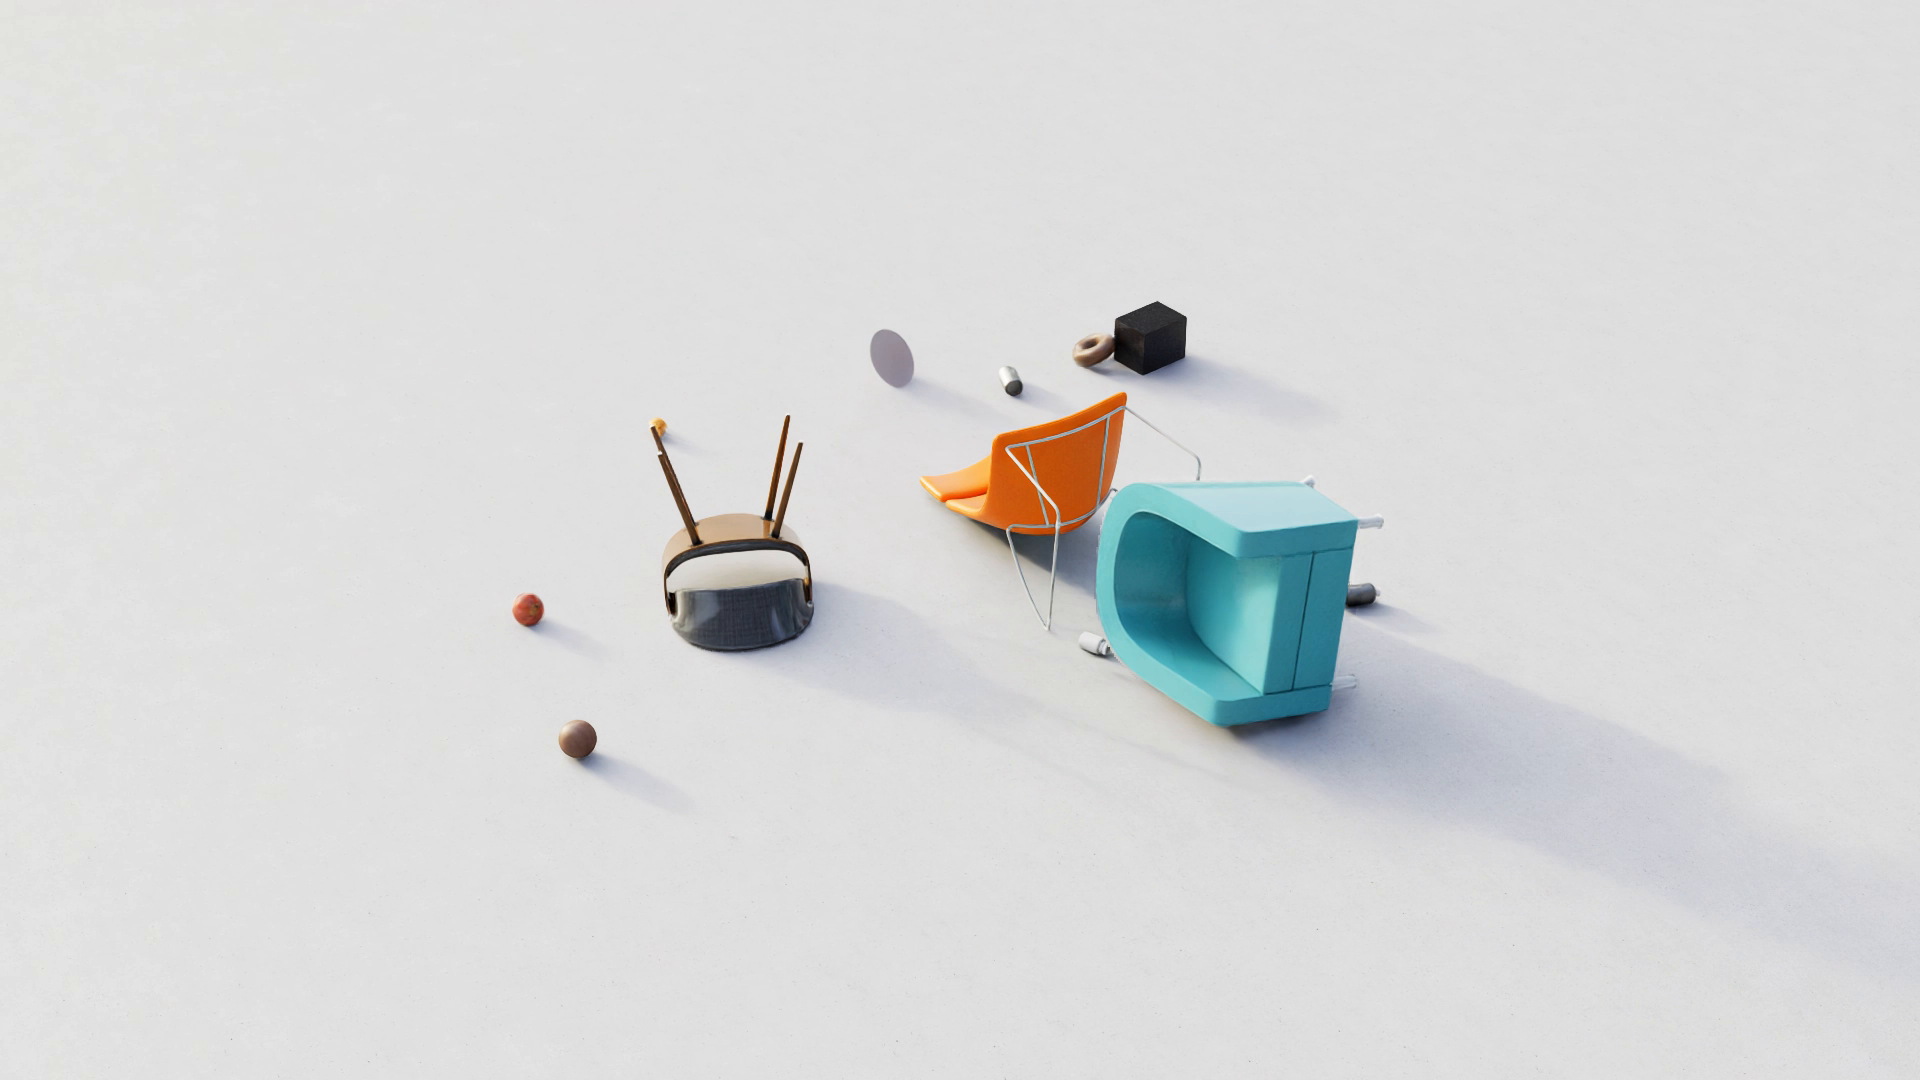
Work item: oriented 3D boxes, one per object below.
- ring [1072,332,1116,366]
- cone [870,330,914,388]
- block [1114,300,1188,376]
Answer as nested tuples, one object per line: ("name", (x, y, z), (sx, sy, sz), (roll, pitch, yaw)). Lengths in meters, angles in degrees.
("ring", (0.550, -0.785, 12.024), (0.187, 0.068, 0.223), (-31, 23, -5))
("cone", (-0.299, -0.731, 11.961), (0.170, 0.249, 0.175), (-25, 3, -16))
("block", (0.780, -0.828, 12.028), (0.237, 0.190, 0.178), (-25, 41, -32))
